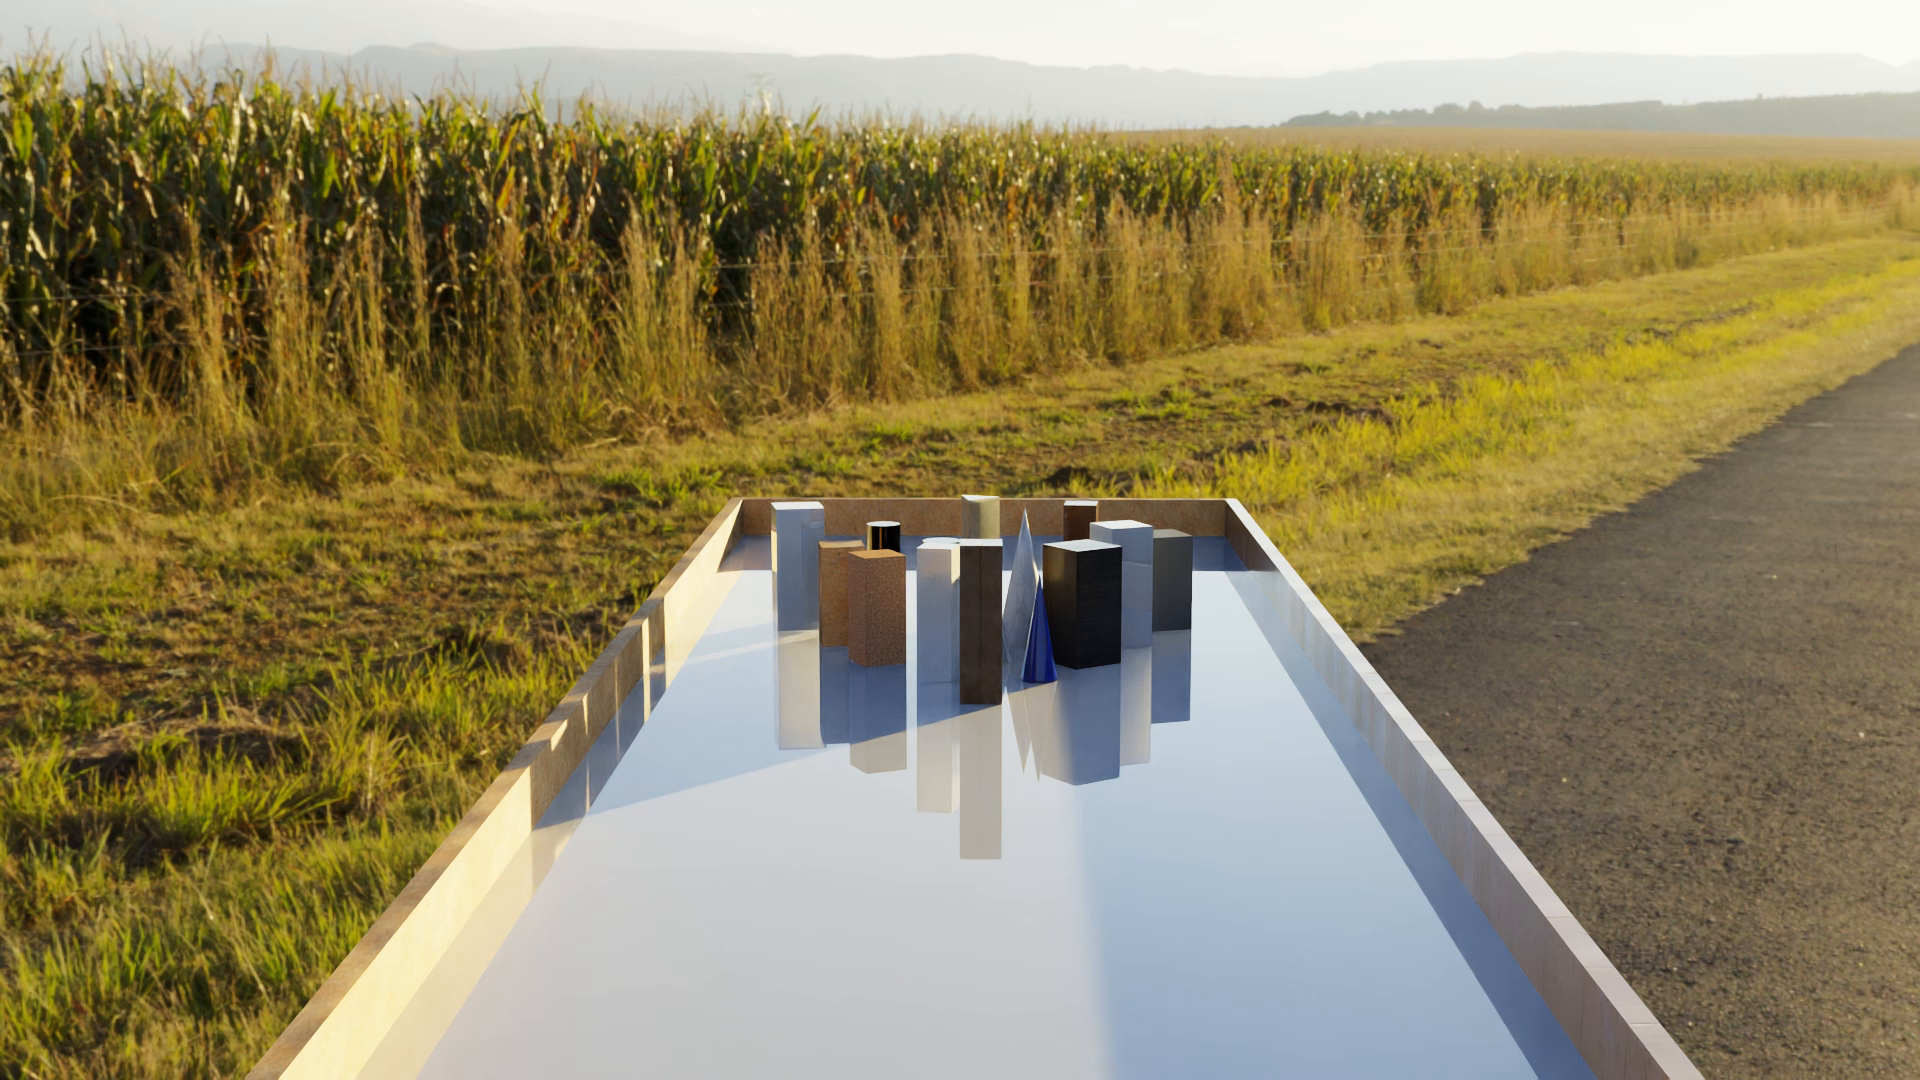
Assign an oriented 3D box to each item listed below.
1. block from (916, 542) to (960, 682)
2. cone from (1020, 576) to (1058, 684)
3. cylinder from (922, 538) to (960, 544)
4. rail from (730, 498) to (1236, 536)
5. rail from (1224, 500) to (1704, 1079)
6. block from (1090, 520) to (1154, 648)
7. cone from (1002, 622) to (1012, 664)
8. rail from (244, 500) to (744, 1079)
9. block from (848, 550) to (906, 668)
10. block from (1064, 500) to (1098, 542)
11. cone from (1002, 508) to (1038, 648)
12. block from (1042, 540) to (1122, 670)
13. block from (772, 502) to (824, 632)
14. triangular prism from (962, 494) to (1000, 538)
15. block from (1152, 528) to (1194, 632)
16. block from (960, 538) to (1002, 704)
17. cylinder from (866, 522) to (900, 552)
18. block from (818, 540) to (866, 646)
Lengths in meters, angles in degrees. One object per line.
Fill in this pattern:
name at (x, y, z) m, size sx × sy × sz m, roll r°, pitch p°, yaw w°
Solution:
block at (-0.063, 0.211, 6.421) m, size 0.105 × 0.393 × 0.105 m, roll 2°, pitch 9°, yaw 14°
cone at (0.231, 0.252, 6.407) m, size 0.109 × 0.317 × 0.109 m, roll 0°, pitch 9°, yaw 0°
cylinder at (-0.057, 0.165, 6.913) m, size 0.122 × 0.331 × 0.122 m, roll 0°, pitch 9°, yaw 0°
rail at (0.099, -0.098, 9.147) m, size 2.100 × 0.150 × 0.050 m, roll 0°, pitch 9°, yaw 1°
rail at (1.046, 0.843, 3.208) m, size 0.050 × 0.150 × 12.000 m, roll 0°, pitch 9°, yaw 1°
block at (0.506, 0.139, 6.922) m, size 0.146 × 0.379 × 0.146 m, roll -4°, pitch 10°, yaw -24°
cone at (0.071, 0.180, 6.670) m, size 0.174 × 0.377 × 0.174 m, roll 0°, pitch 9°, yaw 0°
rail at (-1.004, 0.839, 3.234) m, size 0.050 × 0.150 × 12.000 m, roll 0°, pitch 9°, yaw 1°
block at (-0.251, 0.205, 6.661) m, size 0.133 × 0.330 × 0.133 m, roll -4°, pitch 10°, yaw -25°
block at (0.395, 0.081, 7.198) m, size 0.105 × 0.408 × 0.105 m, roll 1°, pitch 9°, yaw 7°
cone at (0.203, 0.110, 6.921) m, size 0.170 × 0.436 × 0.170 m, roll 0°, pitch 9°, yaw 0°
block at (0.368, 0.192, 6.653) m, size 0.171 × 0.358 × 0.171 m, roll -6°, pitch 11°, yaw -34°
block at (-0.530, 0.085, 7.202) m, size 0.157 × 0.399 × 0.157 m, roll -2°, pitch 9°, yaw -11°
triangular prism at (0.044, 0.068, 7.229) m, size 0.130 × 0.424 × 0.112 m, roll -8°, pitch 12°, yaw -40°
block at (0.654, 0.131, 7.202) m, size 0.161 × 0.307 × 0.161 m, roll -3°, pitch 9°, yaw -17°
block at (0.059, 0.227, 6.147) m, size 0.117 × 0.447 × 0.117 m, roll 0°, pitch 9°, yaw 1°
cylinder at (-0.248, 0.116, 7.180) m, size 0.109 × 0.343 × 0.109 m, roll 0°, pitch 9°, yaw 0°
block at (-0.373, 0.167, 6.950) m, size 0.136 × 0.314 × 0.136 m, roll -1°, pitch 9°, yaw -8°
